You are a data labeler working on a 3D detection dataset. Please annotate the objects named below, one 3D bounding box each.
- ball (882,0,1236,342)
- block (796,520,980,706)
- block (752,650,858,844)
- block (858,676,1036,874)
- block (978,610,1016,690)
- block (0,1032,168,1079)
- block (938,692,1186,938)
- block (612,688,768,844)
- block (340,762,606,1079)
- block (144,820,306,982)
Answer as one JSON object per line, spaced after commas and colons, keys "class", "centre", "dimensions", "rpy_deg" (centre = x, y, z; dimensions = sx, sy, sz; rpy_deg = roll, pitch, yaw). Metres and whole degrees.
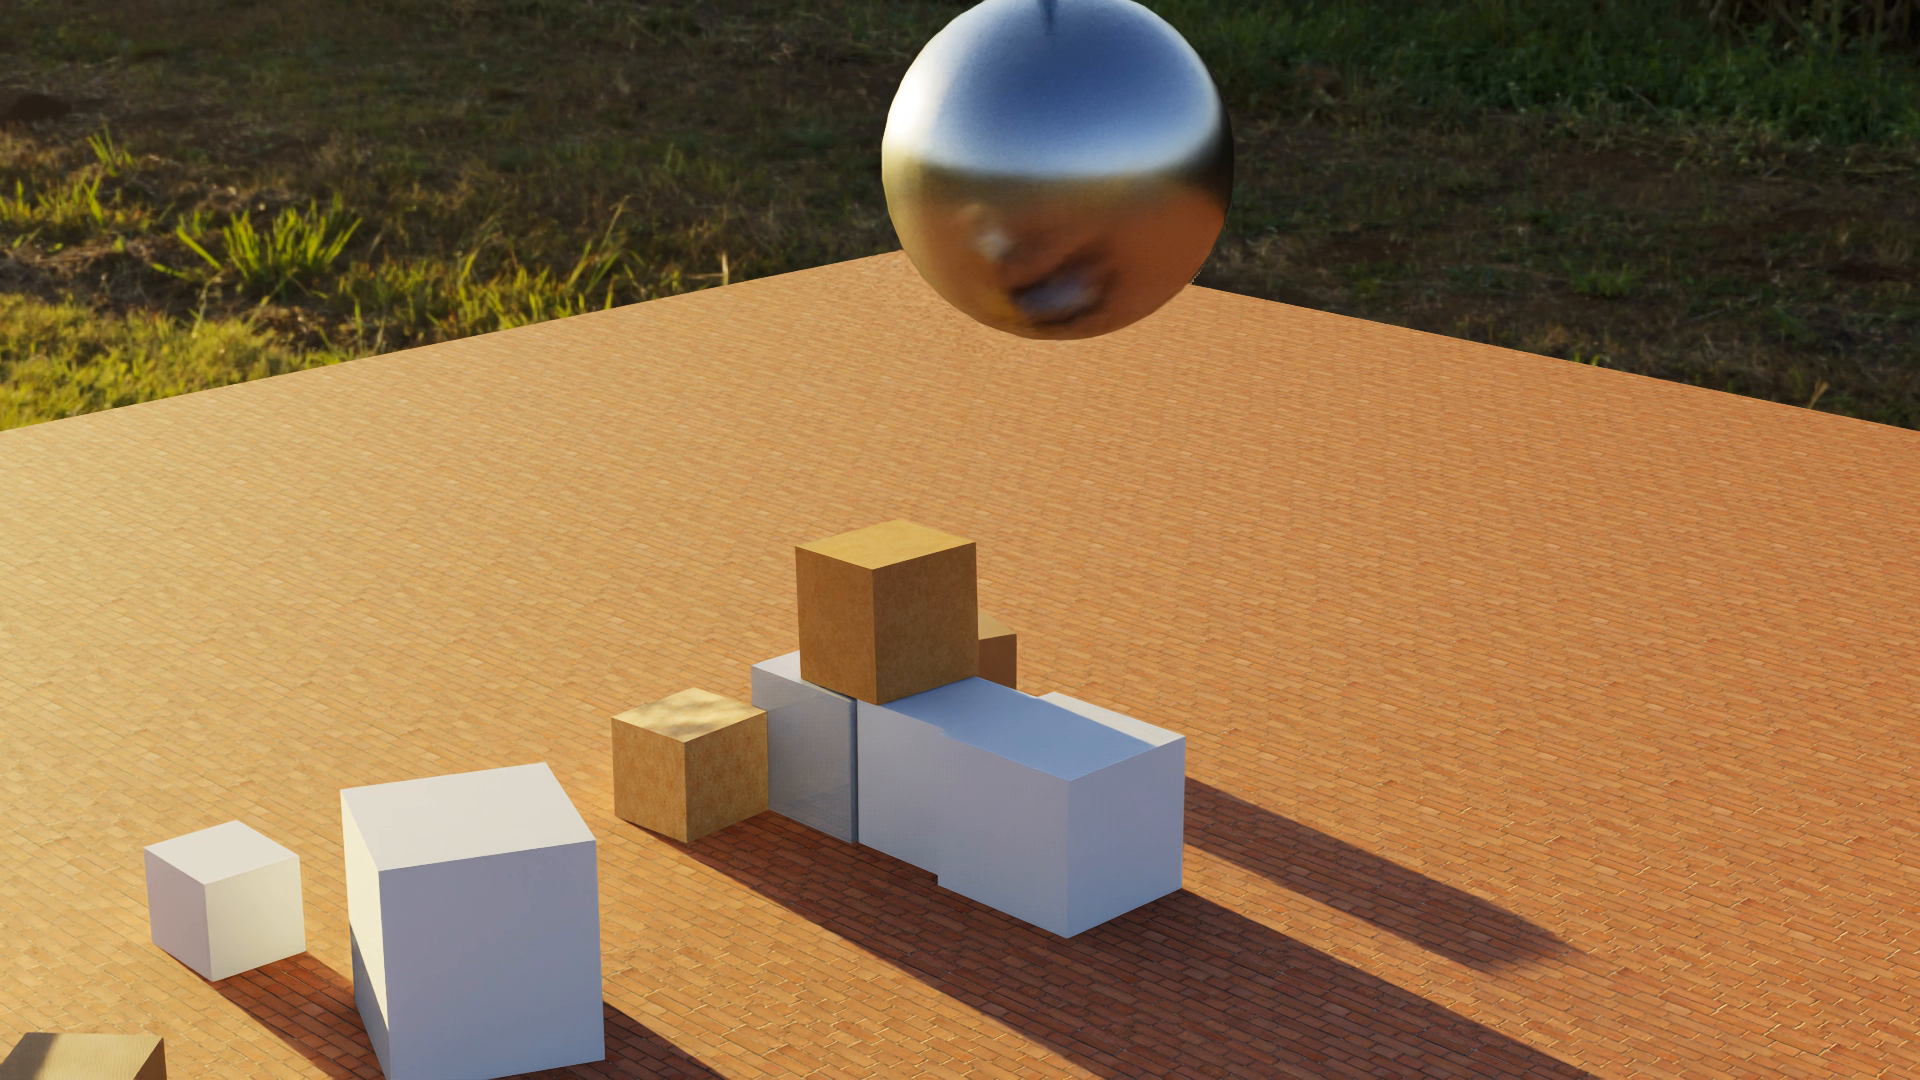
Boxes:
{"class": "ball", "centre": [0.443, -1.702, 13.271], "dimensions": [1.600, 1.600, 1.600], "rpy_deg": [0, 17, 0]}
{"class": "block", "centre": [-0.340, 0.332, 13.786], "dimensions": [0.632, 0.654, 0.562], "rpy_deg": [-15, 21, -39]}
{"class": "block", "centre": [-0.514, 0.943, 14.154], "dimensions": [0.683, 0.713, 0.699], "rpy_deg": [-16, 24, -42]}
{"class": "block", "centre": [-0.057, 1.078, 13.701], "dimensions": [0.594, 0.728, 0.593], "rpy_deg": [17, 24, 42]}
{"class": "block", "centre": [-0.028, 0.680, 15.415], "dimensions": [0.504, 0.459, 0.440], "rpy_deg": [-9, 19, -26]}
{"class": "block", "centre": [-3.175, 2.169, 10.483], "dimensions": [0.507, 0.575, 0.626], "rpy_deg": [1, 17, 3]}
{"class": "block", "centre": [0.454, 1.223, 13.222], "dimensions": [0.763, 0.738, 0.806], "rpy_deg": [-17, 24, -42]}
{"class": "block", "centre": [-1.294, 1.074, 14.079], "dimensions": [0.502, 0.508, 0.544], "rpy_deg": [15, 23, 39]}
{"class": "block", "centre": [-1.971, 1.547, 11.833], "dimensions": [0.850, 0.952, 0.872], "rpy_deg": [-6, 19, -20]}
{"class": "block", "centre": [-3.175, 1.551, 12.661], "dimensions": [0.449, 0.448, 0.532], "rpy_deg": [-15, 23, -40]}
